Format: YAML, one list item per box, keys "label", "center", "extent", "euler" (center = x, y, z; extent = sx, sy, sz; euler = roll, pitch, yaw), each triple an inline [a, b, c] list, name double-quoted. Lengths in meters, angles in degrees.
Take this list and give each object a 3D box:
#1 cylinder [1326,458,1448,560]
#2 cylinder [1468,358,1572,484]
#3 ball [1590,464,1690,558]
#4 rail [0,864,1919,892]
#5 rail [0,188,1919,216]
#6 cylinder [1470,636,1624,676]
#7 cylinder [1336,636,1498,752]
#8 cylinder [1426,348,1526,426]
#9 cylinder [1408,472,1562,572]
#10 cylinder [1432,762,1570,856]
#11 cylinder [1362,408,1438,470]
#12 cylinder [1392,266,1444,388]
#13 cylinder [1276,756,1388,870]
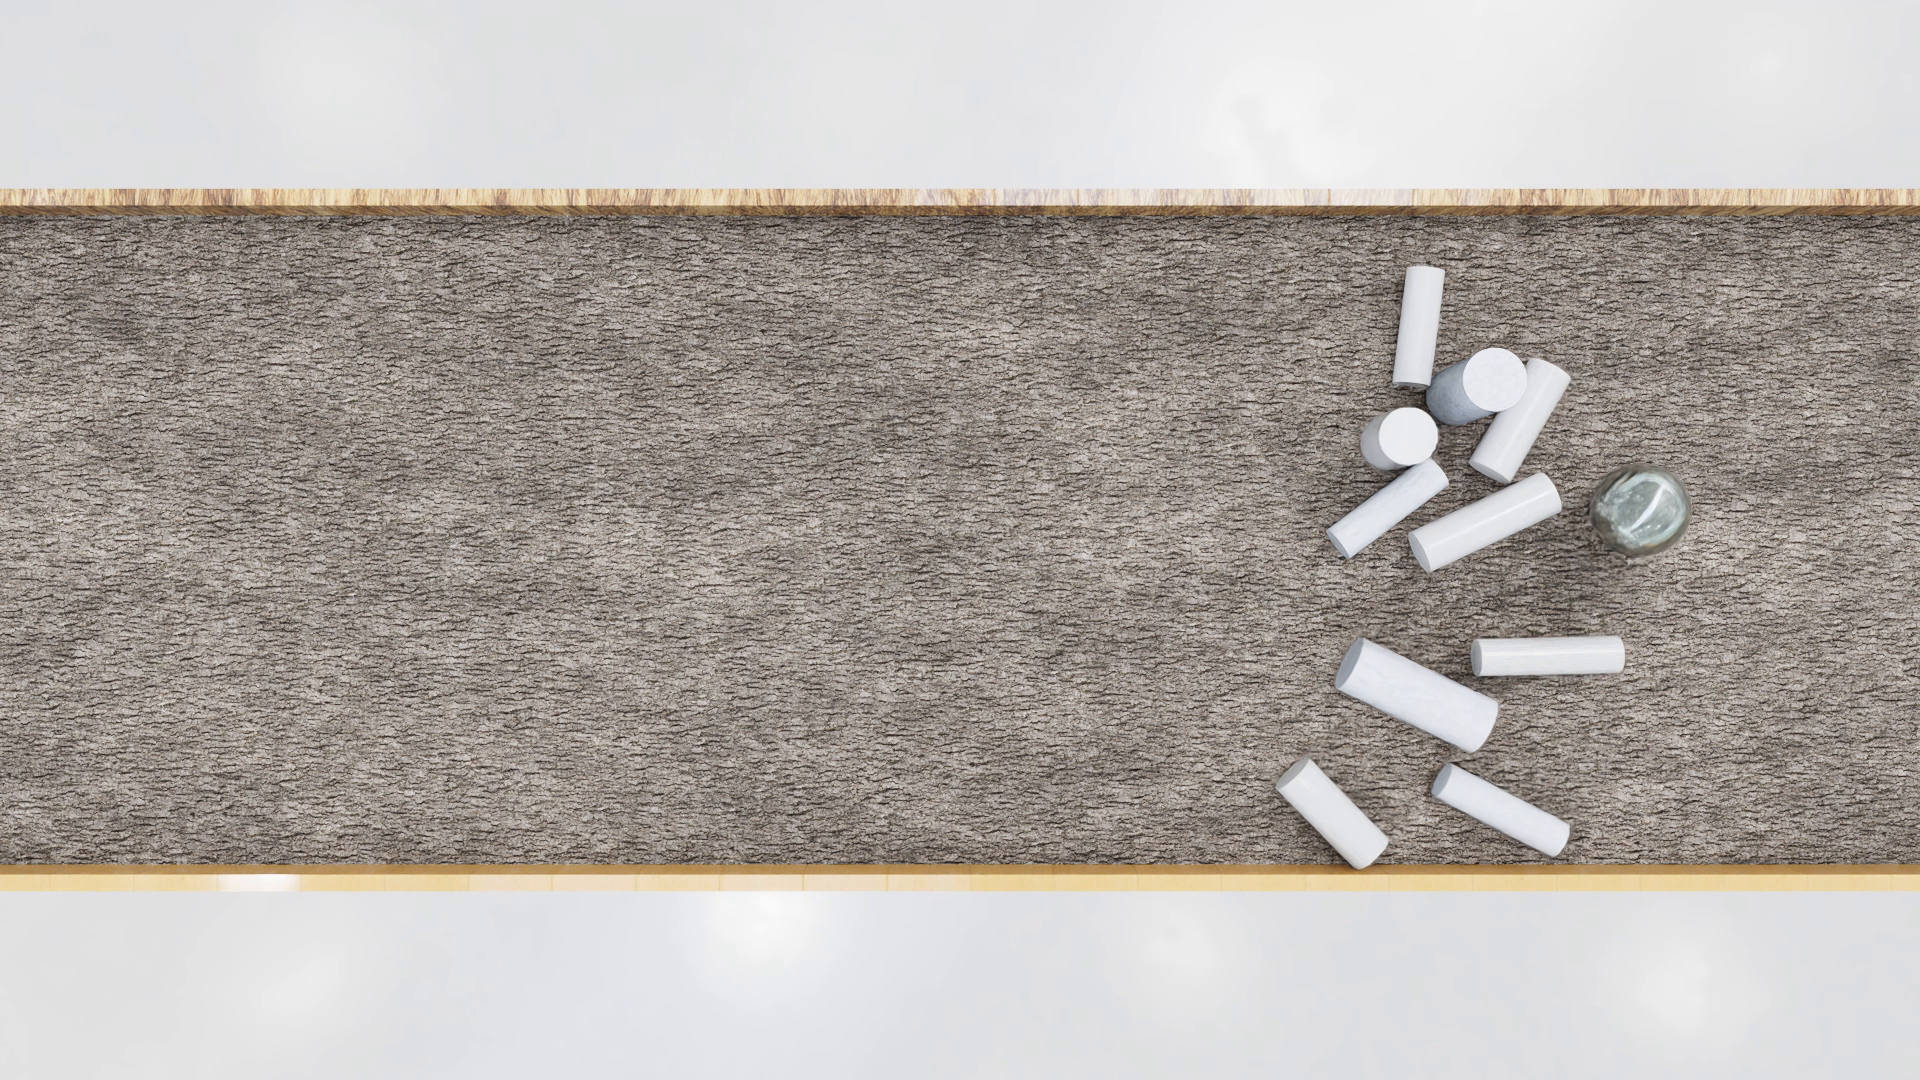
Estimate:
- label: "cylinder"
  center: [1.301, -0.098, 5.021]
  extent: [0.375, 0.112, 0.112]
  euler: [-37, 90, 0]
- label: "cylinder"
  center: [1.699, -0.361, 5.008]
  extent: [0.137, 0.137, 0.362]
  euler: [31, 90, 0]
- label: "ball"
  center: [2.034, -0.087, 4.938]
  extent: [0.278, 0.278, 0.278]
  euler: [0, 90, 0]
- label: "rail"
  center: [-2.247, 1.025, 5.001]
  extent: [12.000, 0.150, 0.050]
  euler: [0, 90, 0]
- label: "rail"
  center: [-2.247, -1.025, 5.002]
  extent: [12.000, 0.150, 0.050]
  euler: [0, 90, 0]
- label: "cylinder"
  center: [1.786, 0.353, 5.019]
  extent: [0.429, 0.113, 0.113]
  euler: [-1, 90, 0]
- label: "cylinder"
  center: [1.379, 0.467, 4.990]
  extent: [0.446, 0.174, 0.174]
  euler: [26, 90, 0]
- label: "cylinder"
  center: [1.516, -0.447, 4.864]
  extent: [0.180, 0.418, 0.180]
  euler: [0, 89, 2]
- label: "cylinder"
  center: [1.592, -0.053, 5.009]
  extent: [0.435, 0.136, 0.136]
  euler: [-25, 90, 0]
- label: "cylinder"
  center: [1.646, 0.821, 5.020]
  extent: [0.400, 0.114, 0.114]
  euler: [27, 90, 0]
- label: "cylinder"
  center: [1.305, -0.298, 4.913]
  extent: [0.167, 0.315, 0.167]
  euler: [0, 89, 4]
- label: "cylinder"
  center: [1.396, -0.647, 5.020]
  extent: [0.114, 0.114, 0.351]
  euler: [7, 90, 0]
- label: "cylinder"
  center: [1.129, 0.829, 5.008]
  extent: [0.138, 0.138, 0.342]
  euler: [-45, 90, 0]
